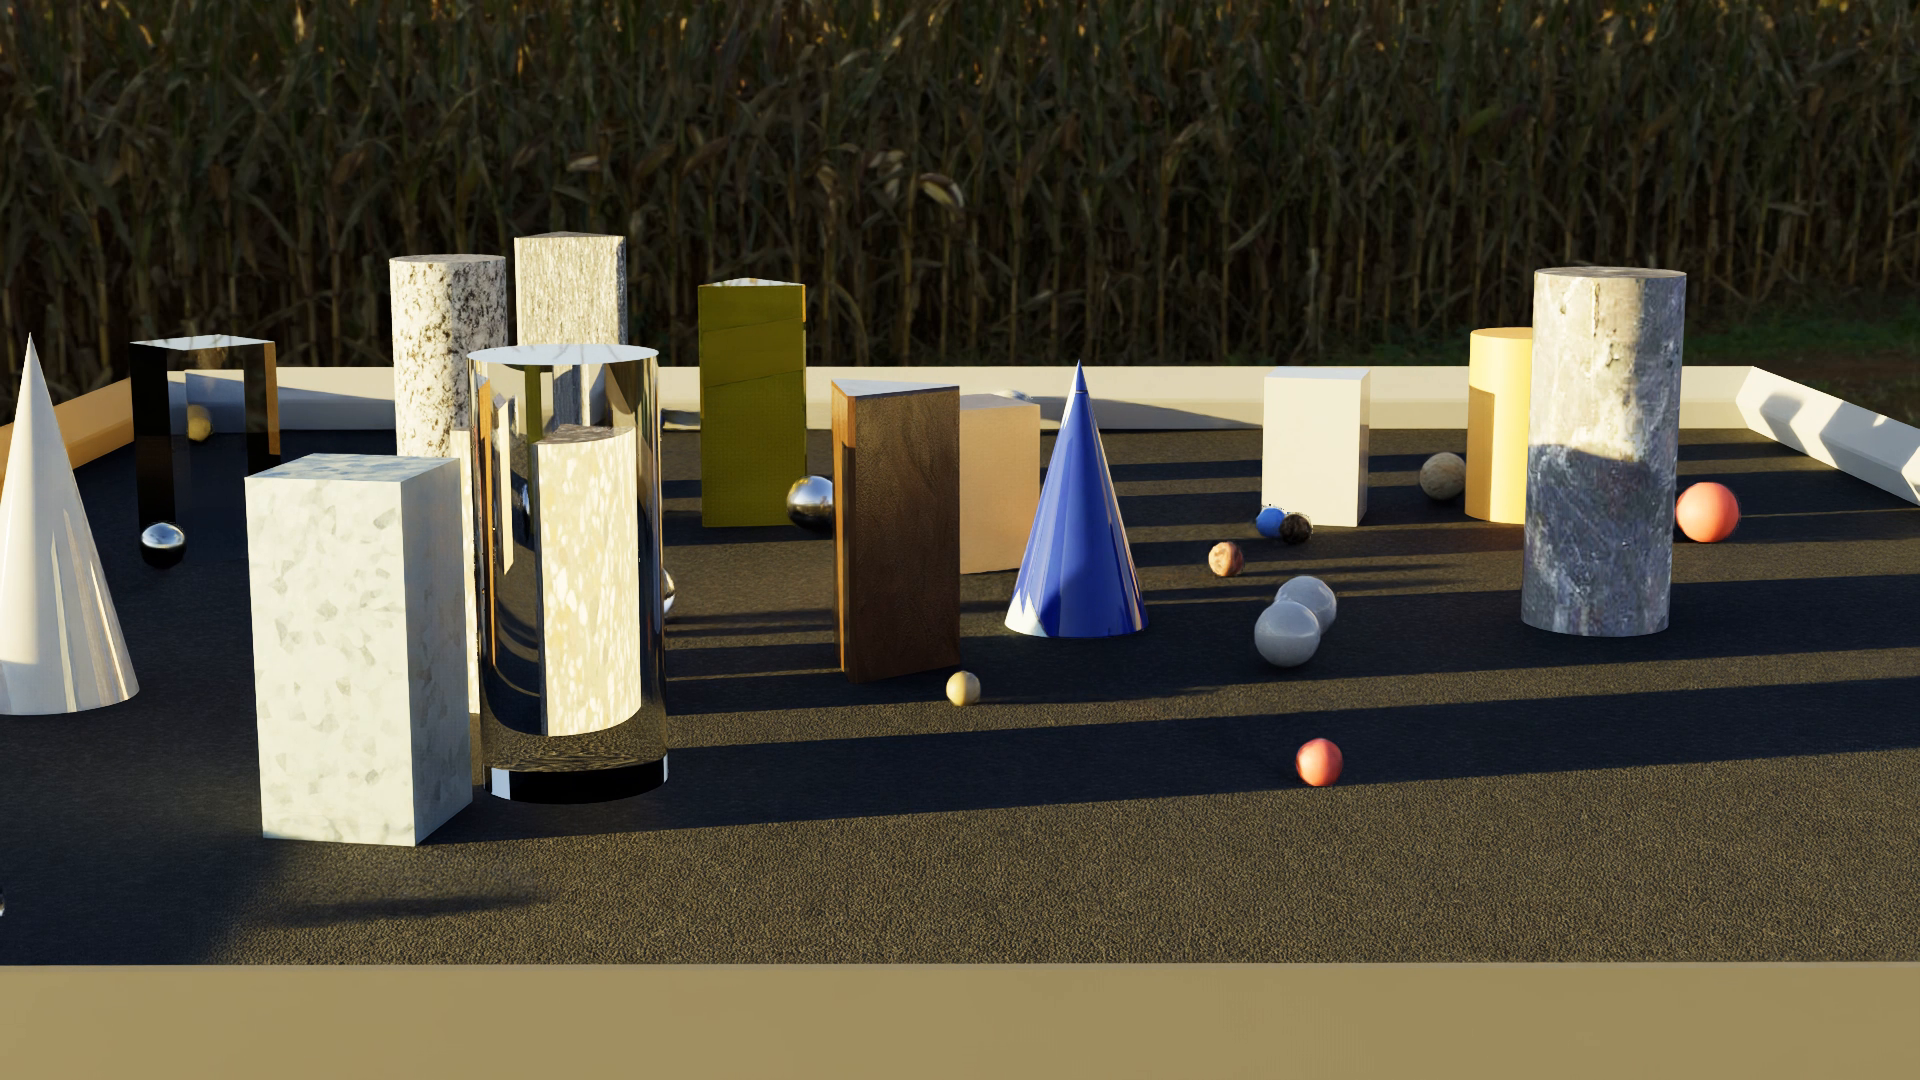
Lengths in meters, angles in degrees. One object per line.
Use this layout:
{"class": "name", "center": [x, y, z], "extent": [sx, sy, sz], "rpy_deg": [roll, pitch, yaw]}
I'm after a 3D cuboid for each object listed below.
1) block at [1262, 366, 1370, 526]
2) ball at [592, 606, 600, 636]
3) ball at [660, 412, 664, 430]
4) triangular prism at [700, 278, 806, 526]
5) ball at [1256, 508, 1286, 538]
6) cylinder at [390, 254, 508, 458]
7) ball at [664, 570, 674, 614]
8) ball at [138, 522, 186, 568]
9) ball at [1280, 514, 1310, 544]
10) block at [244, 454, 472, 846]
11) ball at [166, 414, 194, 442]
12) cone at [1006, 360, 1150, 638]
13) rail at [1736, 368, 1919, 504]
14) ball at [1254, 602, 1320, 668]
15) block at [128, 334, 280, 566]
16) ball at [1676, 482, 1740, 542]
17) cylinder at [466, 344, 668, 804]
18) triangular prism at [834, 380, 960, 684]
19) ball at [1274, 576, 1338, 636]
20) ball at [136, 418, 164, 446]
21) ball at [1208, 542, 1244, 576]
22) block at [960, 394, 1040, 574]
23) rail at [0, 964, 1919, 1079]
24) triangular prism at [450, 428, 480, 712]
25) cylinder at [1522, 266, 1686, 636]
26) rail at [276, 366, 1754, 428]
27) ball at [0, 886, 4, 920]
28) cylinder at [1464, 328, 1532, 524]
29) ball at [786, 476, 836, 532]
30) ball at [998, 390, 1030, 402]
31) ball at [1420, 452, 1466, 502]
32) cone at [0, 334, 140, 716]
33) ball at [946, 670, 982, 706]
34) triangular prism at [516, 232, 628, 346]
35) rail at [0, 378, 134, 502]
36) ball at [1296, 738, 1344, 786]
{"class": "block", "center": [0.576, -0.153, 4.147], "extent": [0.152, 0.234, 0.152], "rpy_deg": [3, 11, 15]}
{"class": "ball", "center": [-0.484, 0.103, 3.277], "extent": [0.048, 0.048, 0.048], "rpy_deg": [0, 11, 0]}
{"class": "ball", "center": [-0.611, -0.237, 5.109], "extent": [0.046, 0.046, 0.046], "rpy_deg": [0, 11, 0]}
{"class": "triangular prism", "center": [-0.336, -0.224, 4.120], "extent": [0.164, 0.382, 0.142], "rpy_deg": [-2, 11, -8]}
{"class": "ball", "center": [0.483, -0.027, 3.975], "extent": [0.048, 0.048, 0.048], "rpy_deg": [0, 11, 0]}
{"class": "cylinder", "center": [-0.854, -0.271, 4.316], "extent": [0.190, 0.404, 0.190], "rpy_deg": [0, 11, 0]}
{"class": "ball", "center": [-0.416, 0.068, 3.375], "extent": [0.081, 0.081, 0.081], "rpy_deg": [0, 11, 0]}
{"class": "ball", "center": [-1.161, 0.009, 3.734], "extent": [0.067, 0.067, 0.067], "rpy_deg": [0, 11, 0]}
{"class": "ball", "center": [0.512, -0.016, 3.920], "extent": [0.047, 0.047, 0.047], "rpy_deg": [0, 11, 0]}
{"class": "block", "center": [-0.575, 0.101, 2.470], "extent": [0.152, 0.347, 0.152], "rpy_deg": [2, 11, 10]}
{"class": "ball", "center": [-1.515, -0.218, 4.989], "extent": [0.053, 0.053, 0.053], "rpy_deg": [0, 11, 0]}
{"class": "cone", "center": [0.154, -0.063, 3.344], "extent": [0.190, 0.350, 0.190], "rpy_deg": [0, 11, 0]}
{"class": "rail", "center": [1.579, 0.030, 3.458], "extent": [0.045, 0.123, 3.465], "rpy_deg": [0, 11, 0]}
{"class": "ball", "center": [0.399, 0.115, 3.125], "extent": [0.080, 0.080, 0.080], "rpy_deg": [0, 11, 0]}
{"class": "block", "center": [-1.125, -0.138, 3.836], "extent": [0.152, 0.317, 0.152], "rpy_deg": [9, 14, 41]}
{"class": "ball", "center": [1.145, -0.043, 3.933], "extent": [0.094, 0.094, 0.094], "rpy_deg": [0, 11, 0]}
{"class": "cylinder", "center": [-0.396, 0.030, 2.603], "extent": [0.190, 0.439, 0.190], "rpy_deg": [0, 11, 0]}
{"class": "triangular prism", "center": [-0.109, -0.018, 3.121], "extent": [0.164, 0.344, 0.142], "rpy_deg": [-9, 14, -39]}
{"class": "ball", "center": [0.440, 0.087, 3.275], "extent": [0.081, 0.081, 0.081], "rpy_deg": [0, 11, 0]}
{"class": "ball", "center": [-1.556, -0.208, 4.931], "extent": [0.053, 0.053, 0.053], "rpy_deg": [0, 11, 0]}
{"class": "ball", "center": [0.381, 0.028, 3.678], "extent": [0.049, 0.049, 0.049], "rpy_deg": [0, 11, 0]}
{"class": "block", "center": [0.013, -0.084, 3.765], "extent": [0.152, 0.238, 0.152], "rpy_deg": [-6, 12, -28]}
{"class": "rail", "center": [0.010, 0.345, 1.769], "extent": [3.206, 0.123, 0.045], "rpy_deg": [0, 11, 0]}
{"class": "triangular prism", "center": [-0.472, 0.027, 2.938], "extent": [0.164, 0.322, 0.142], "rpy_deg": [3, 11, 14]}
{"class": "cylinder", "center": [0.838, -0.119, 3.347], "extent": [0.190, 0.459, 0.190], "rpy_deg": [0, 11, 0]}
{"class": "rail", "center": [-0.010, -0.281, 5.129], "extent": [3.206, 0.123, 0.045], "rpy_deg": [0, 11, 0]}
{"class": "ball", "center": [-0.834, 0.305, 2.148], "extent": [0.064, 0.064, 0.064], "rpy_deg": [0, 11, 0]}
{"class": "cylinder", "center": [0.921, -0.188, 4.165], "extent": [0.190, 0.295, 0.190], "rpy_deg": [0, 11, 0]}
{"class": "ball", "center": [-0.229, -0.056, 4.025], "extent": [0.088, 0.088, 0.088], "rpy_deg": [0, 11, 0]}
{"class": "ball", "center": [0.099, -0.252, 5.068], "extent": [0.091, 0.091, 0.091], "rpy_deg": [0, 11, 0]}
{"class": "ball", "center": [0.813, -0.105, 4.302], "extent": [0.082, 0.082, 0.082], "rpy_deg": [0, 11, 0]}
{"class": "cone", "center": [-1.057, -0.028, 2.954], "extent": [0.190, 0.424, 0.190], "rpy_deg": [0, 11, 0]}
{"class": "ball", "center": [0.004, 0.170, 2.939], "extent": [0.040, 0.040, 0.040], "rpy_deg": [0, 11, 0]}
{"class": "triangular prism", "center": [-0.609, -0.245, 4.010], "extent": [0.164, 0.464, 0.142], "rpy_deg": [-3, 11, -14]}
{"class": "rail", "center": [-1.579, 0.033, 3.440], "extent": [0.045, 0.123, 3.465], "rpy_deg": [0, 11, 0]}
{"class": "ball", "center": [0.366, 0.227, 2.613], "extent": [0.049, 0.049, 0.049], "rpy_deg": [0, 11, 0]}
